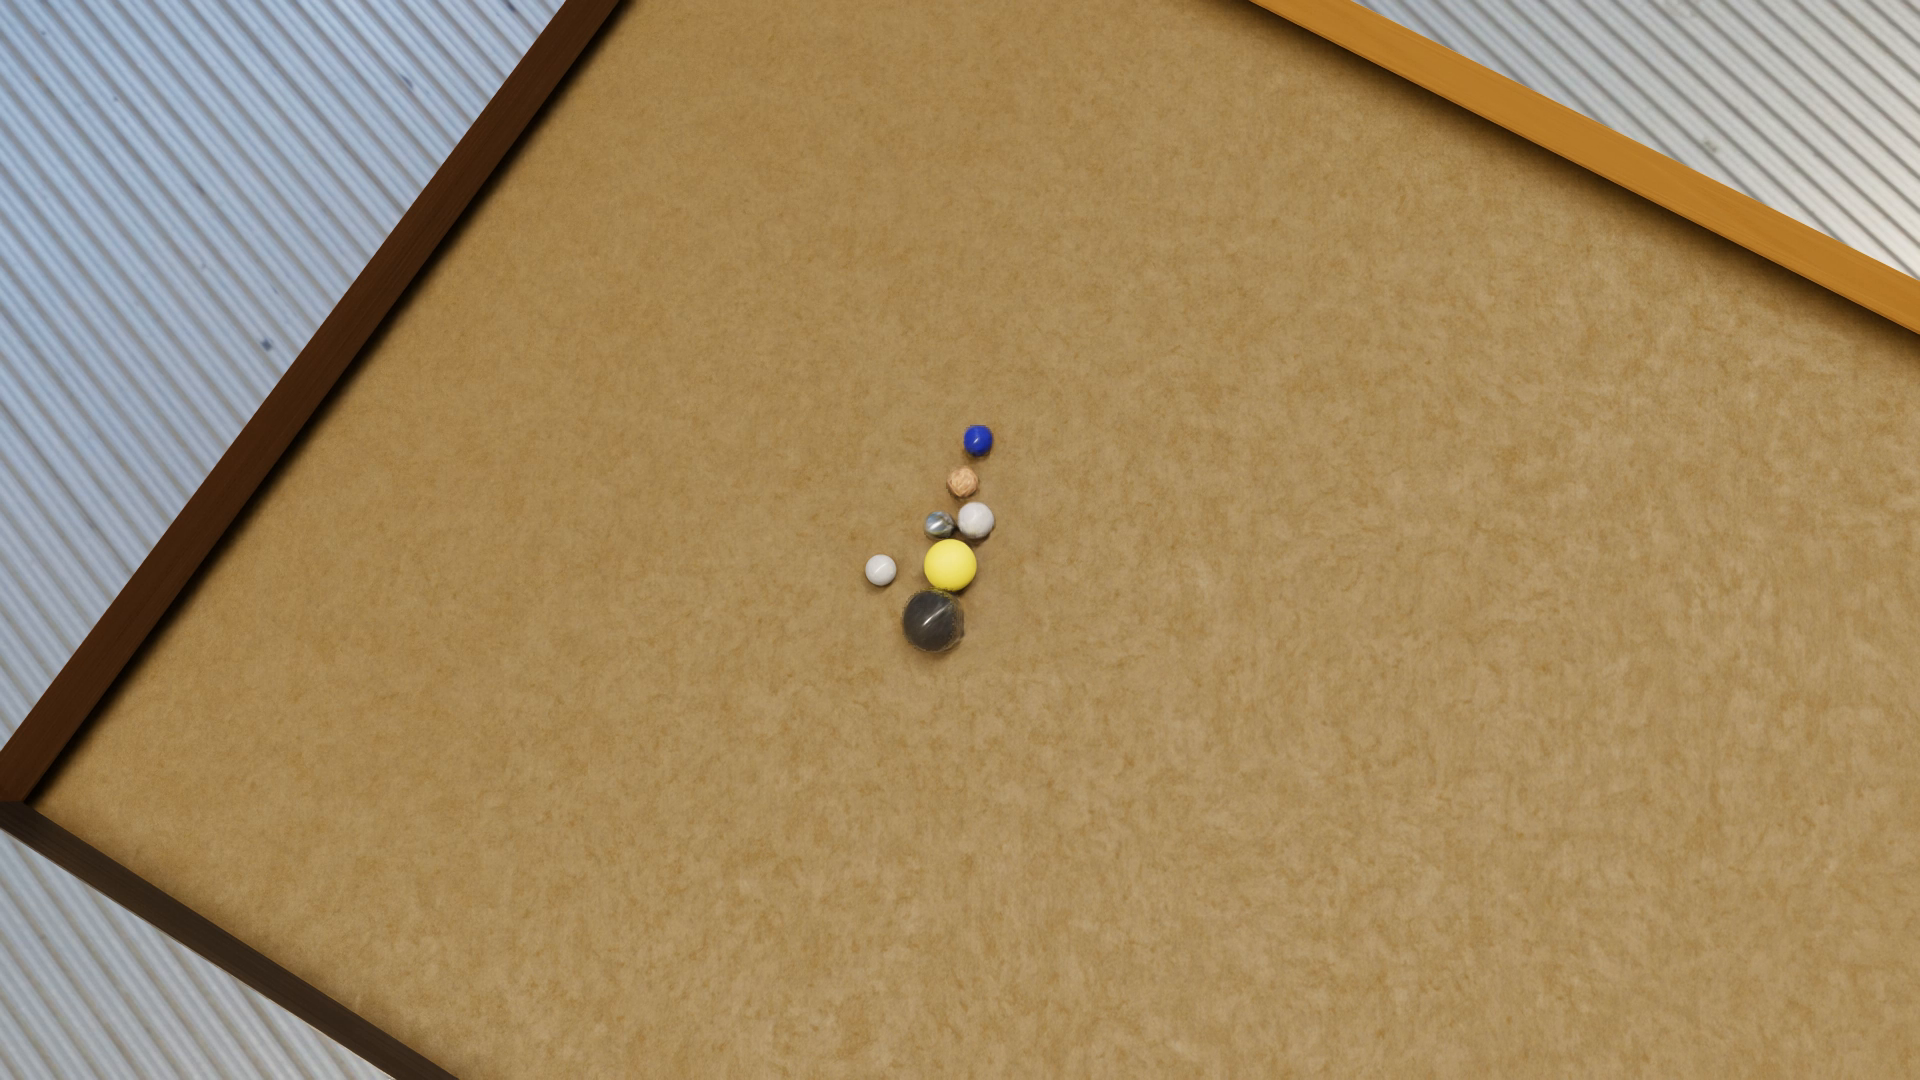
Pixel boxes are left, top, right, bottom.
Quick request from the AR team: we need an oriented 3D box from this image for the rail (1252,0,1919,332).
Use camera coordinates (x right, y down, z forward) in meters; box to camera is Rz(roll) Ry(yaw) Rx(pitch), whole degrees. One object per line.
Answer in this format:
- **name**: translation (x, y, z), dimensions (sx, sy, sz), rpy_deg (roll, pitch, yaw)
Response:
- **rail**: translation (1.441, -0.405, 3.536), dimensions (4.111, 0.124, 0.045), rpy_deg (29, 73, 10)

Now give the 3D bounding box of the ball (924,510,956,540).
- **ball**: translation (-0.031, -0.023, 3.444), dimensions (0.049, 0.049, 0.049), rpy_deg (0, 71, 0)

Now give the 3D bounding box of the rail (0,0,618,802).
- **rail**: translation (-0.864, -0.493, 3.566), dimensions (0.045, 0.124, 2.234), rpy_deg (29, 73, 10)

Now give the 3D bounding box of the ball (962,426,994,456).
- **ball**: translation (0.029, -0.156, 3.490), dimensions (0.048, 0.048, 0.048), rpy_deg (0, 71, 0)

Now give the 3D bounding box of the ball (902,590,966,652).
- **ball**: translation (-0.040, 0.123, 3.368), dimensions (0.096, 0.096, 0.096), rpy_deg (0, 71, 0)

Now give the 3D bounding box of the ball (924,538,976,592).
- **ball**: translation (-0.015, 0.039, 3.404), dimensions (0.082, 0.082, 0.082), rpy_deg (0, 71, 0)

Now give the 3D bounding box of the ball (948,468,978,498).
- **ball**: translation (0.005, -0.091, 3.467), dimensions (0.048, 0.048, 0.048), rpy_deg (0, 71, 0)

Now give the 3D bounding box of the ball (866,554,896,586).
- **ball**: translation (-0.123, 0.047, 3.419), dimensions (0.049, 0.049, 0.049), rpy_deg (0, 71, 0)

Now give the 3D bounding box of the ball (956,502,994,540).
- **ball**: translation (0.024, -0.031, 3.441), dimensions (0.058, 0.058, 0.058), rpy_deg (0, 71, 0)

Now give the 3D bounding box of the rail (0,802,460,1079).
- **rail**: translation (0.328, 1.372, 2.917), dimensions (4.111, 0.124, 0.045), rpy_deg (29, 73, 10)
